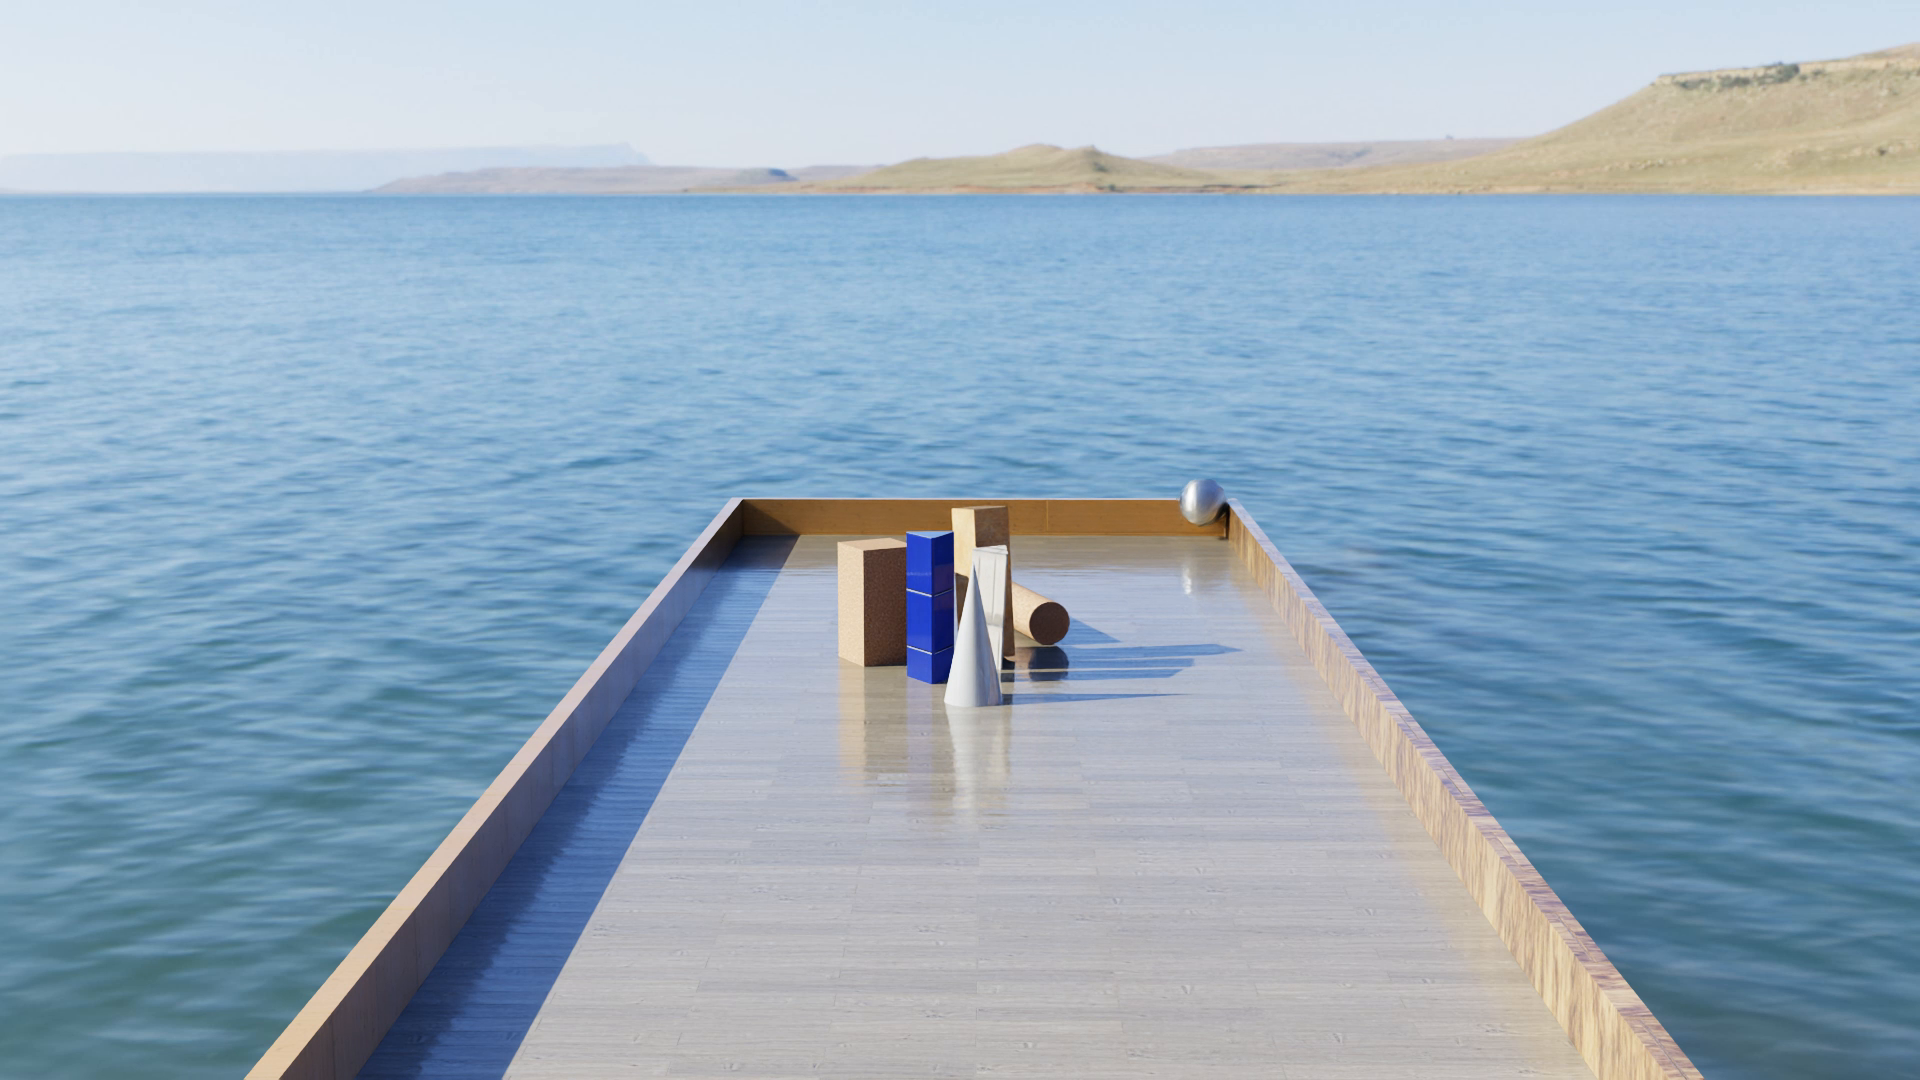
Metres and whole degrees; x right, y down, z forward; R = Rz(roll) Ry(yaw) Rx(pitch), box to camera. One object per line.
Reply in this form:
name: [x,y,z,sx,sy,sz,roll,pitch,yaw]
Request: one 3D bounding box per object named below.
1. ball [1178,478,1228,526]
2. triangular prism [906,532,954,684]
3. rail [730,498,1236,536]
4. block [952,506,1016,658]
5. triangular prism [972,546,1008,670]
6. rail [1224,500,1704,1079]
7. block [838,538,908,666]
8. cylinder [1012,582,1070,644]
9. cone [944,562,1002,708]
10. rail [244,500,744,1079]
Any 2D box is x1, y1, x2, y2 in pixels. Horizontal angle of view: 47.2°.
ball: [0.995,-0.156,9.001,0.196,0.196,0.196,0,9,0]
triangular prism: [-0.067,0.192,6.426,0.119,0.430,0.137,-6,11,-34]
rail: [0.099,-0.098,9.147,2.100,0.150,0.050,0,9,1]
block: [0.072,0.128,6.712,0.124,0.456,0.124,-6,5,-32]
triangular prism: [0.104,0.198,6.593,0.116,0.356,0.100,9,14,26]
rail: [1.046,0.843,3.208,0.050,0.150,12.000,0,9,1]
block: [-0.252,0.187,6.695,0.177,0.354,0.177,-5,10,-28]
cylinder: [0.208,0.228,7.133,0.137,0.137,0.458,-3,10,-19]
cone: [0.038,0.252,6.140,0.165,0.399,0.165,0,9,0]
rail: [-1.004,0.839,3.234,0.050,0.150,12.000,0,9,1]
